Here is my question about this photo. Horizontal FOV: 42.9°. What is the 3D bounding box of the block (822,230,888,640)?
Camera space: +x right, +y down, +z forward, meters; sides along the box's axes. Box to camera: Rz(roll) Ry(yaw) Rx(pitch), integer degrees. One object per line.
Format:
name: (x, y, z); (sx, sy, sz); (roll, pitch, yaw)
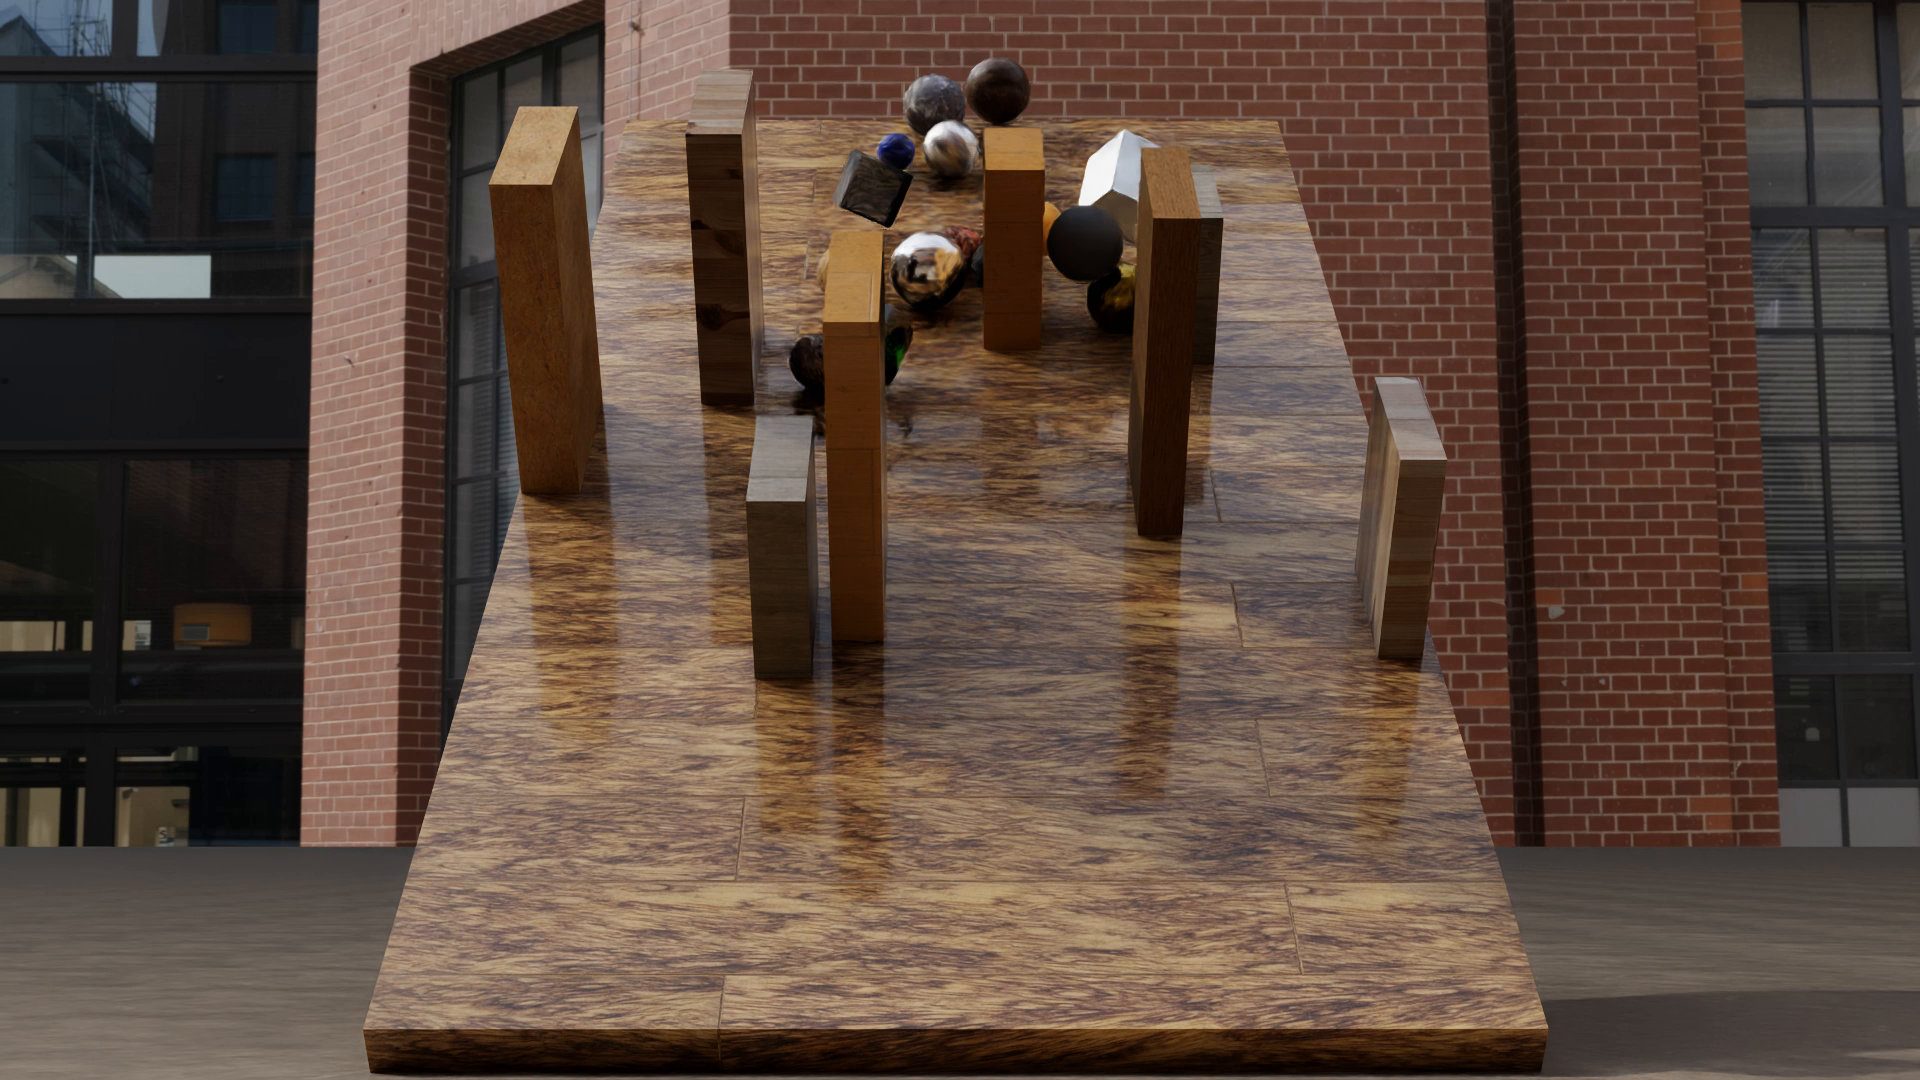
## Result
block: (-0.213, -0.216, 5.091); (0.109, 0.742, 0.418); (0, 32, 0)

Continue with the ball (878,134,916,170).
ball: (-0.187, -1.136, 7.162); (0.111, 0.111, 0.111); (0, -7, 0)

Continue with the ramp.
ramp: (-0.015, -0.191, 5.847); (2.000, 0.100, 4.000); (0, 32, 0)

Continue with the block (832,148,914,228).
block: (-0.241, -0.964, 6.699); (0.153, 0.153, 0.153); (21, 10, -17)

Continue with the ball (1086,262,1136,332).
ball: (0.413, -0.624, 6.282); (0.179, 0.179, 0.179); (0, -7, 0)

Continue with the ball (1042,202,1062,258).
ball: (0.205, -0.830, 6.524); (0.154, 0.154, 0.154); (0, -7, 0)

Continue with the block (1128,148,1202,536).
block: (0.448, -0.436, 5.420); (0.099, 0.771, 0.368); (0, 32, 0)

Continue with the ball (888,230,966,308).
ball: (-0.084, -0.706, 6.386); (0.204, 0.204, 0.204); (0, -7, 0)

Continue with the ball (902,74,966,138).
ball: (-0.077, -1.305, 7.361); (0.191, 0.191, 0.191); (0, -7, 0)

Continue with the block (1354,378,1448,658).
block: (0.912, -0.048, 5.082); (0.092, 0.474, 0.343); (0, 32, 0)

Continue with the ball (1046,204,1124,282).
ball: (0.317, -0.750, 6.182); (0.194, 0.194, 0.194); (0, -7, 0)

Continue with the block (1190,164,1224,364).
block: (0.583, -0.701, 6.195); (0.114, 0.401, 0.329); (0, 32, 0)

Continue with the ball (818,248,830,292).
ball: (-0.297, -0.702, 6.422); (0.157, 0.157, 0.157); (0, -7, 0)

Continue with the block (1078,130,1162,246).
block: (0.455, -0.944, 6.557); (0.191, 0.191, 0.191); (22, -26, -20)

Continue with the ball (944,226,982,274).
ball: (0.003, -0.777, 6.563); (0.130, 0.130, 0.130); (0, -7, 0)

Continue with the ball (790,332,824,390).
ball: (-0.349, -0.440, 6.016); (0.142, 0.142, 0.142); (0, -7, 0)

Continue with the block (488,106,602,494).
block: (-0.939, -0.548, 5.596); (0.134, 0.766, 0.438); (0, 32, 0)

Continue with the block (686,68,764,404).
block: (-0.568, -0.740, 5.965); (0.129, 0.704, 0.410); (0, 32, 0)

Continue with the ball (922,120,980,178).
ball: (-0.025, -1.138, 7.115); (0.167, 0.167, 0.167); (0, -7, 0)

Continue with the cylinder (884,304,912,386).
cylinder: (-0.211, -0.473, 5.968); (0.158, 0.158, 0.158); (-2, 32, 16)

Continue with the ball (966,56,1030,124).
ball: (0.116, -1.372, 7.453); (0.199, 0.199, 0.199); (0, -7, 0)

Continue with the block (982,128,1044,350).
block: (0.133, -0.765, 6.210); (0.146, 0.491, 0.264); (0, 32, 0)

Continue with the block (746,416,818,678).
block: (-0.361, 0.012, 5.026); (0.116, 0.421, 0.344); (0, 32, 0)

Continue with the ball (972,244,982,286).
ball: (0.105, -0.728, 6.476); (0.148, 0.148, 0.148); (0, -7, 0)
